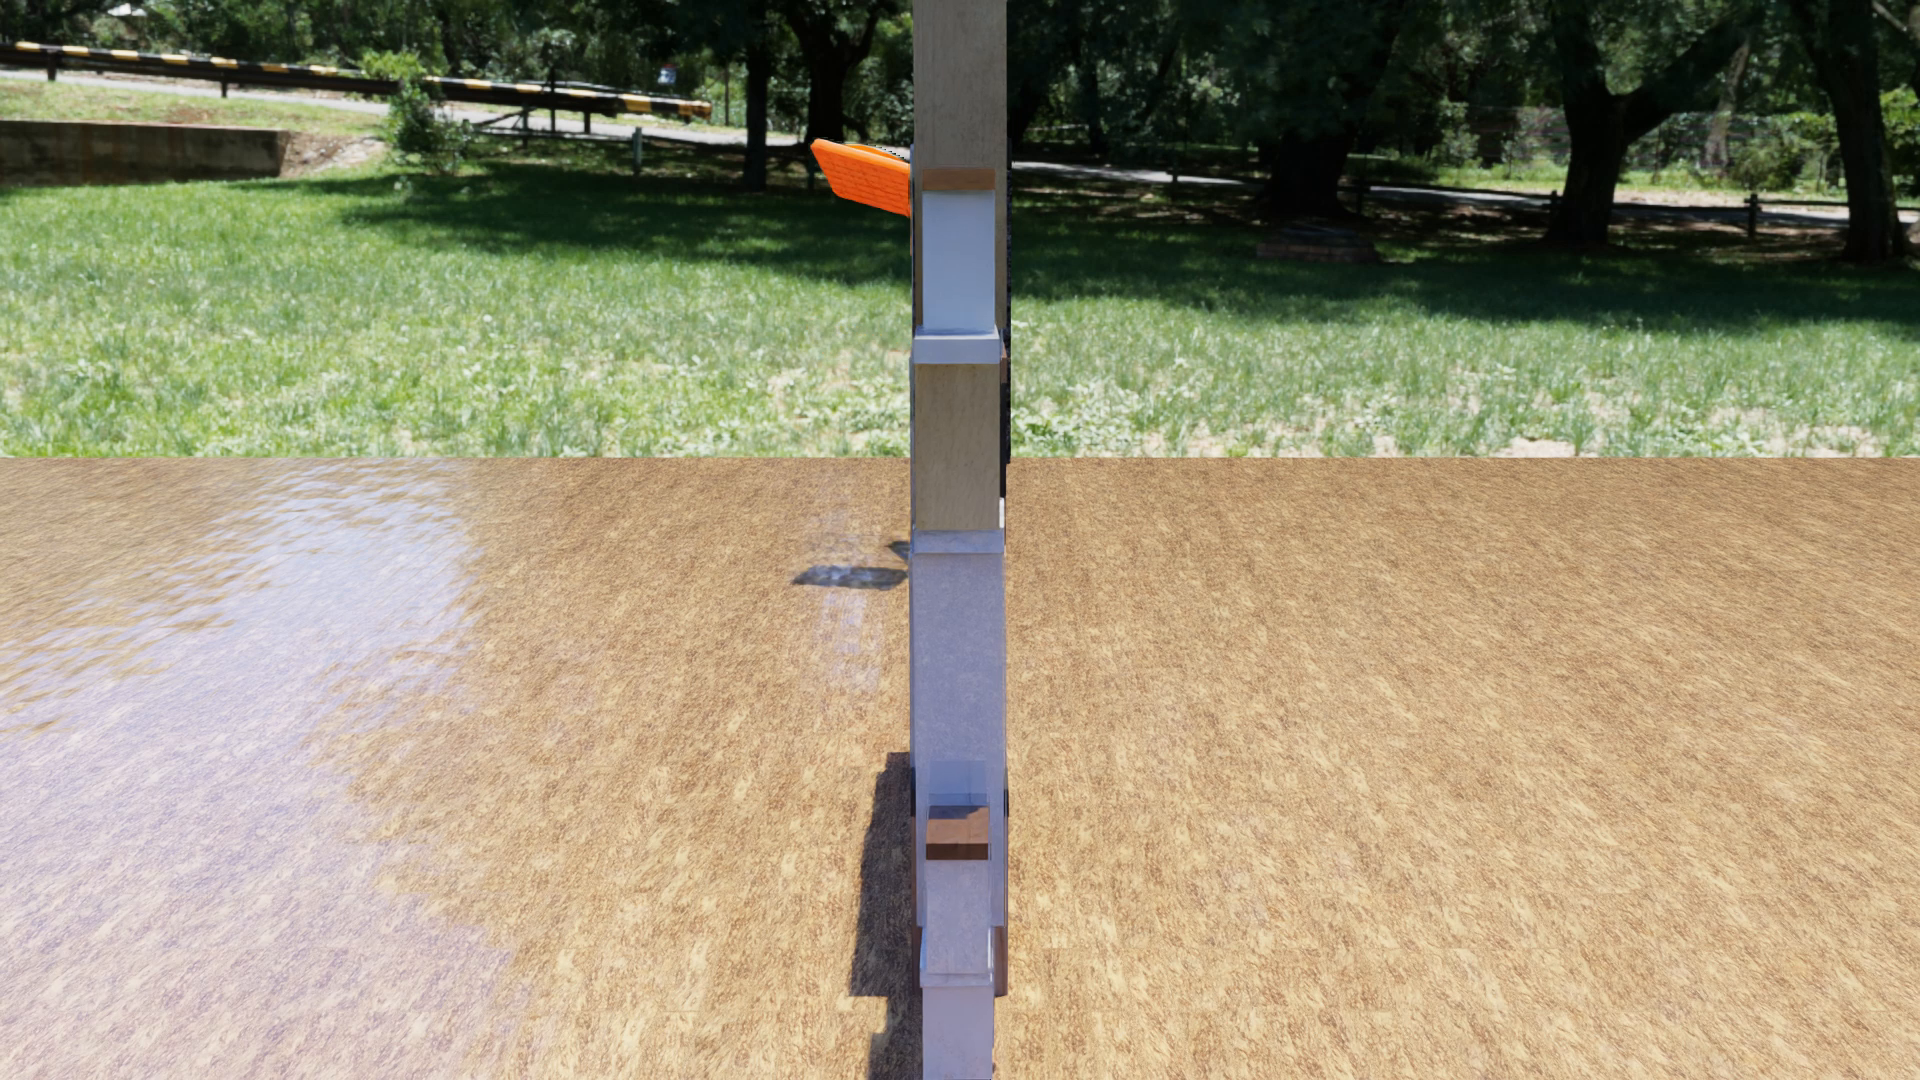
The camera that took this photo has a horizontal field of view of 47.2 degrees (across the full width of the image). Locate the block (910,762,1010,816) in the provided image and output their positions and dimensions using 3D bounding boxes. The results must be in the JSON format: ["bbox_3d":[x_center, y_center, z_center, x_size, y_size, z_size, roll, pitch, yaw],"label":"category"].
[{"bbox_3d":[0.000,0.352,3.295,0.141,0.040,0.283,0,11,0],"label":"block"}]

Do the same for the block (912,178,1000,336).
[{"bbox_3d":[-0.005,-0.364,3.272,0.130,0.350,0.037,0,11,0],"label":"block"}]

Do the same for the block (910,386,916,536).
[{"bbox_3d":[-0.003,-0.118,4.134,0.180,0.359,0.051,0,11,0],"label":"block"}]

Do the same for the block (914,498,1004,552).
[{"bbox_3d":[0.001,-0.021,2.937,0.116,0.033,0.232,0,10,1],"label":"block"}]

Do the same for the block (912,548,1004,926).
[{"bbox_3d":[-0.001,0.262,2.911,0.116,0.513,0.033,0,10,1],"label":"block"}]

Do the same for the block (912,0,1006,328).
[{"bbox_3d":[0.000,-0.555,3.113,0.130,0.509,0.037,0,11,0],"label":"block"}]

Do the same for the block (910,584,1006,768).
[{"bbox_3d":[-0.003,0.195,3.255,0.142,0.284,0.040,0,11,0],"label":"block"}]

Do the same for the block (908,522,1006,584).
[{"bbox_3d":[-0.004,0.018,3.319,0.142,0.040,0.283,0,11,0],"label":"block"}]

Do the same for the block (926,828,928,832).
[{"bbox_3d":[-0.003,0.450,2.876,0.077,0.155,0.022,-1,11,1],"label":"block"}]

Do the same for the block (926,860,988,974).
[{"bbox_3d":[-0.004,0.470,2.773,0.077,0.155,0.022,0,11,1],"label":"block"}]

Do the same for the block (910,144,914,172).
[{"bbox_3d":[-0.004,-0.645,3.703,0.151,0.043,0.302,0,11,0],"label":"block"}]

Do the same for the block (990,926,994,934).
[{"bbox_3d":[0.004,0.509,3.087,0.087,0.025,0.174,0,11,0],"label":"block"}]

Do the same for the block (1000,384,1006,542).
[{"bbox_3d":[0.004,-0.122,3.697,0.148,0.295,0.042,0,11,0],"label":"block"}]

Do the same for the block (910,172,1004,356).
[{"bbox_3d":[-0.004,-0.457,3.635,0.151,0.302,0.043,0,11,0],"label":"block"}]

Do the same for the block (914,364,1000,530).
[{"bbox_3d":[-0.004,-0.121,2.800,0.107,0.214,0.030,0,11,-1],"label":"block"}]

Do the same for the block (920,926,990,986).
[{"bbox_3d":[-0.006,0.540,2.887,0.090,0.025,0.179,0,11,1],"label":"block"}]

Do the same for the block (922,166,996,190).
[{"bbox_3d":[-0.003,-0.469,2.850,0.091,0.026,0.183,0,10,-1],"label":"block"}]

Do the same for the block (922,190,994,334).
[{"bbox_3d":[-0.002,-0.355,2.808,0.091,0.183,0.026,0,10,-1],"label":"block"}]

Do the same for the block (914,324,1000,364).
[{"bbox_3d":[-0.005,-0.254,2.848,0.107,0.030,0.214,0,10,0],"label":"block"}]

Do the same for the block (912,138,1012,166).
[{"bbox_3d":[0.004,-0.712,4.027,0.174,0.049,0.348,0,11,0],"label":"block"}]

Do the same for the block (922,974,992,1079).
[{"bbox_3d":[-0.003,0.652,2.847,0.090,0.179,0.025,0,11,0],"label":"block"}]

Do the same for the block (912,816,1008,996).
[{"bbox_3d":[0.000,0.528,3.231,0.141,0.283,0.040,0,11,0],"label":"block"}]

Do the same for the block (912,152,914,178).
[{"bbox_3d":[-0.005,-0.569,3.322,0.130,0.037,0.259,0,10,0],"label":"block"}]

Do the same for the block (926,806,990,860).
[{"bbox_3d":[-0.002,0.373,2.807,0.077,0.022,0.155,0,11,1],"label":"block"}]

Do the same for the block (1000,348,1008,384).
[{"bbox_3d":[0.004,-0.306,3.763,0.148,0.042,0.295,0,11,0],"label":"block"}]

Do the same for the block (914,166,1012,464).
[{"bbox_3d":[0.004,-0.404,3.966,0.174,0.533,0.049,0,11,0],"label":"block"}]

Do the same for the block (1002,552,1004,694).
[{"bbox_3d":[0.002,0.096,3.038,0.116,0.232,0.033,0,11,1],"label":"block"}]

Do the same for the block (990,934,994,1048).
[{"bbox_3d":[0.004,0.617,3.048,0.087,0.174,0.025,0,11,0],"label":"block"}]

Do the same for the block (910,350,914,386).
[{"bbox_3d":[-0.004,-0.341,4.214,0.180,0.051,0.359,0,11,0],"label":"block"}]
